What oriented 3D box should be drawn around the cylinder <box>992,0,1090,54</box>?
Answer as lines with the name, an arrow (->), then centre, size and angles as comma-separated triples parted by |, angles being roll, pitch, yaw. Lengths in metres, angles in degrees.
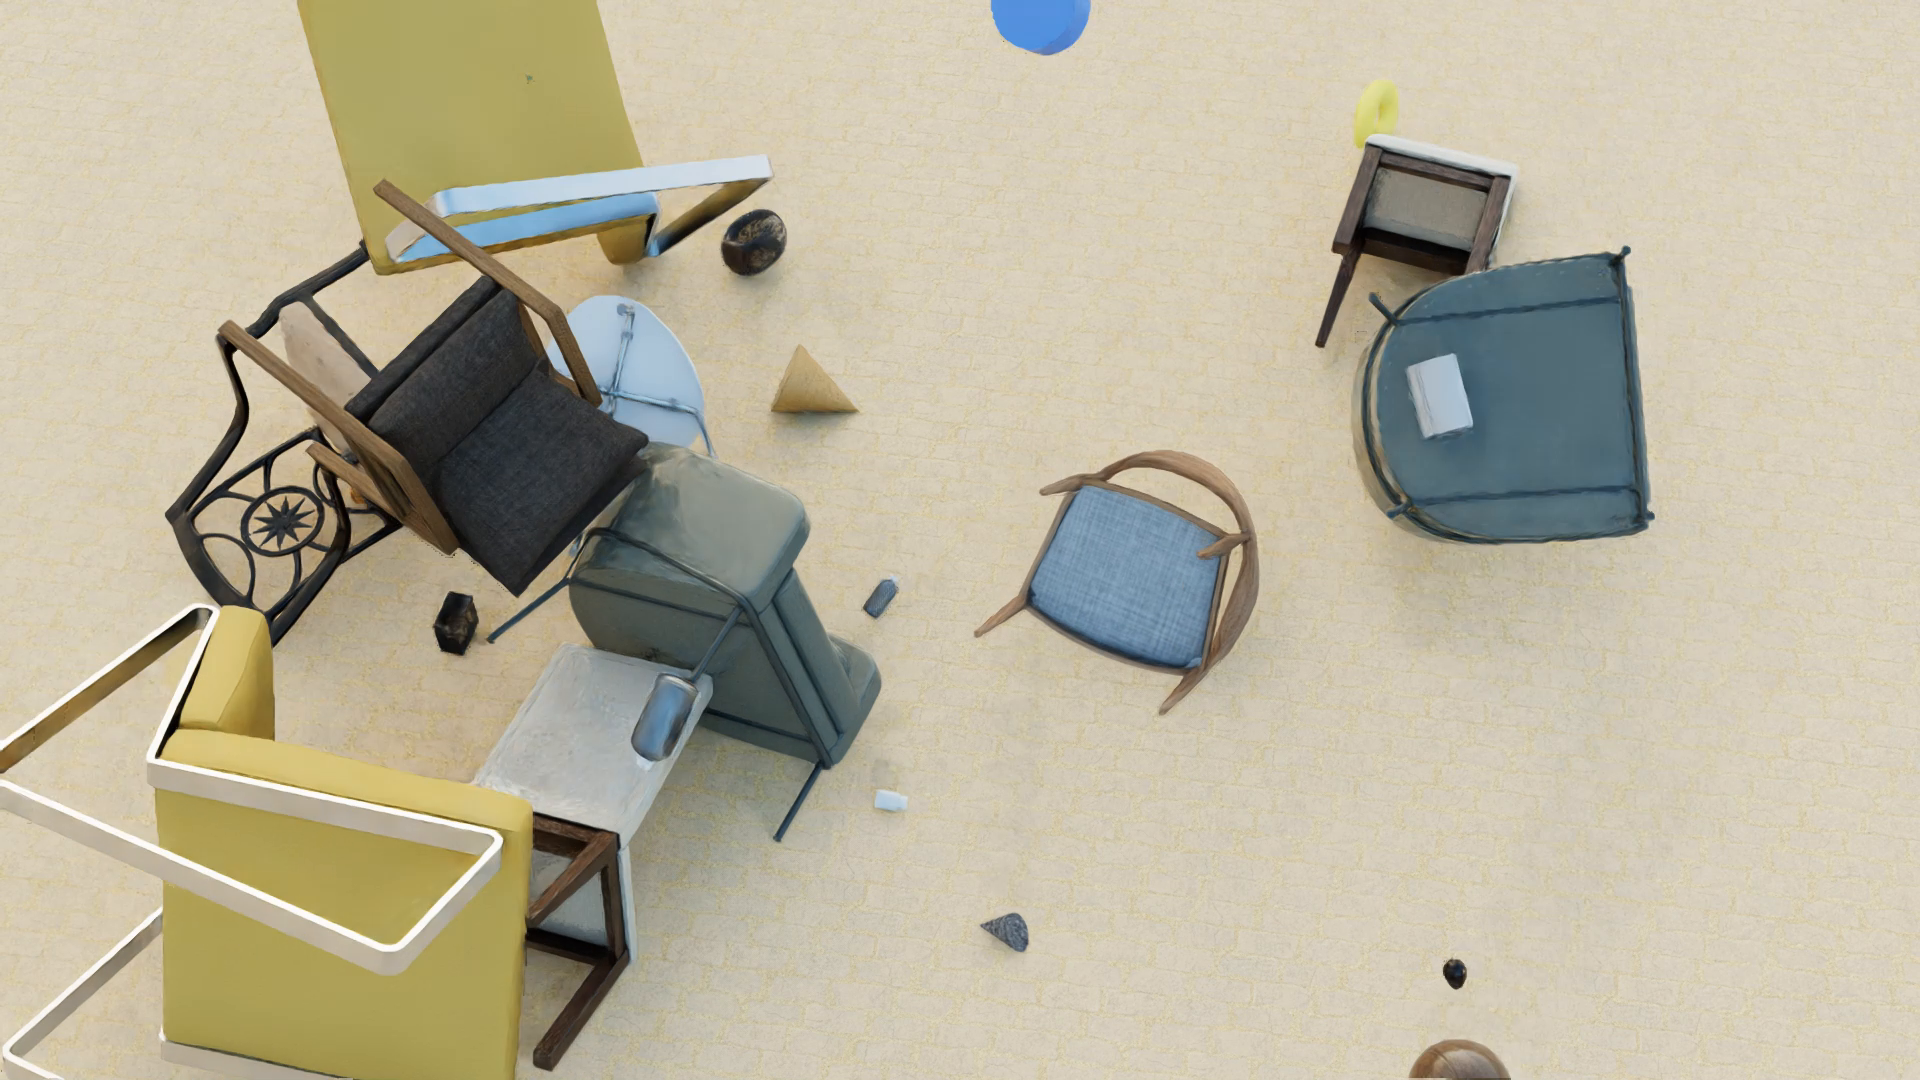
cylinder -> 0.271, -1.796, 7.365 | 0.298, 0.157, 0.318 | 9, 98, 20

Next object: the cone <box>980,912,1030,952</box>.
cone -> 0.101, 1.034, 5.844 | 0.127, 0.135, 0.081 | 3, 46, 37

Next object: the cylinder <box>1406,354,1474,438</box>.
cylinder -> 1.318, -0.394, 6.045 | 0.145, 0.094, 0.201 | -17, 85, 36

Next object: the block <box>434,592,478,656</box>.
block -> -1.450, 0.240, 6.332 | 0.070, 0.126, 0.124 | 11, 53, 7

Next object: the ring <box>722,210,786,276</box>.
ring -> -0.668, -0.966, 7.139 | 0.186, 0.127, 0.244 | 26, 62, 31

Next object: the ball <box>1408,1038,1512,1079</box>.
ball -> 1.197, 1.321, 5.264 | 0.250, 0.250, 0.250 | 0, 56, 0

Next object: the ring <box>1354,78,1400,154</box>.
ring -> 1.389, -1.411, 7.322 | 0.060, 0.218, 0.352 | 5, 39, 32

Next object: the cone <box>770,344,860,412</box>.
cone -> -0.426, -0.451, 6.820 | 0.256, 0.199, 0.256 | 25, 46, -10
